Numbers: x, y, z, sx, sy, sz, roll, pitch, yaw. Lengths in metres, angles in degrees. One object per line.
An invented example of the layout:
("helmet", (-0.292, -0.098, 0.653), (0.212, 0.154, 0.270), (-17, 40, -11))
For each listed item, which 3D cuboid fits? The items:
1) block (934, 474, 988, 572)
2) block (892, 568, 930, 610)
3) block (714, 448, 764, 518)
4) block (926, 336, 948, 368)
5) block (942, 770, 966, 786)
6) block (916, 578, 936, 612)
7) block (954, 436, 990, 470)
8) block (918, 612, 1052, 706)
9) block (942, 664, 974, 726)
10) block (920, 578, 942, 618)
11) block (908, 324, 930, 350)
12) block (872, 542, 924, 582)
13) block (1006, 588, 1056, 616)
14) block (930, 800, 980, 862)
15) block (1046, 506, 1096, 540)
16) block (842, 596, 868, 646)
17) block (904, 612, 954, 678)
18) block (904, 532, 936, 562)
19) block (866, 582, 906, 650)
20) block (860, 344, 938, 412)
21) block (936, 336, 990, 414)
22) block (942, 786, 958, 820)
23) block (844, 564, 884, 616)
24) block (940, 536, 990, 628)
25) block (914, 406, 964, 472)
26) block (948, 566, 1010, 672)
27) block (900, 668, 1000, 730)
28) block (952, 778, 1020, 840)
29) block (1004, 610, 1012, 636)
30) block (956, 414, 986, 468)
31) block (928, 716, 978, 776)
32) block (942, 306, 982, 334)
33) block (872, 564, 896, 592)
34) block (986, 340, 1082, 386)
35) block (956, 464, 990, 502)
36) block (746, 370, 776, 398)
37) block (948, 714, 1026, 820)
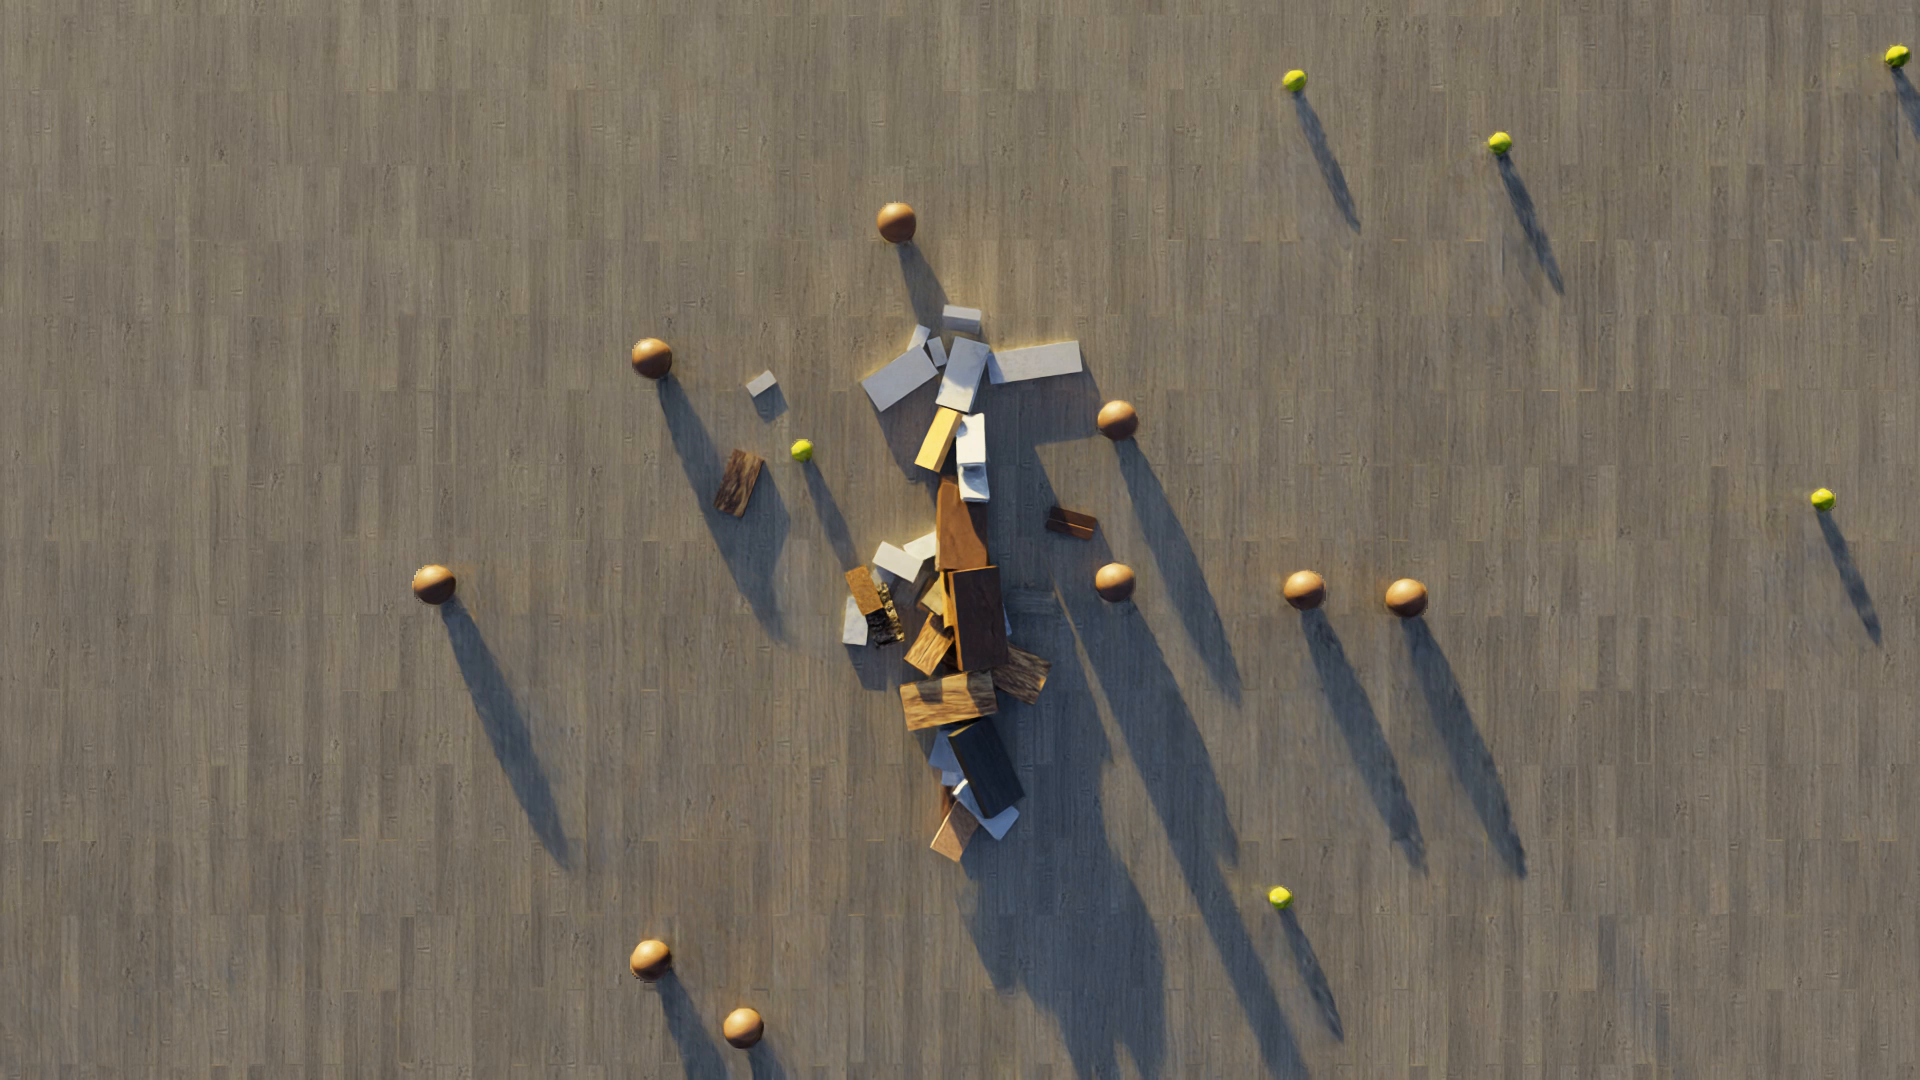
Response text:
("block", (0.006, -0.050, 5.411), (0.160, 0.045, 0.320), (7, 73, -16))
("block", (-0.167, 0.154, 5.490), (0.072, 0.020, 0.143), (29, 90, 0))
("block", (-0.737, -0.189, 5.485), (0.103, 0.029, 0.206), (20, 90, 0))
("block", (-0.074, -0.626, 5.493), (0.047, 0.013, 0.094), (-18, 90, 0))
("block", (-0.004, 0.714, 5.461), (0.100, 0.028, 0.201), (5, 75, 0))
("block", (-0.101, 0.184, 5.492), (0.054, 0.015, 0.107), (24, 90, 0))
("block", (0.032, -0.323, 5.445), (0.091, 0.026, 0.183), (-16, 63, -3))
("block", (0.075, 0.384, 5.449), (0.440, 0.043, 0.152), (26, 73, -2))
("block", (-0.003, 0.496, 5.454), (0.113, 0.032, 0.227), (3, 75, -1))
("block", (-0.055, 0.171, 5.419), (0.078, 0.022, 0.156), (39, 66, -3))
("block", (-0.137, -0.666, 5.493), (0.047, 0.013, 0.094), (23, 90, 0))
("block", (-0.205, 0.073, 5.456), (0.154, 0.022, 0.077), (26, 91, 11))
("block", (0.237, 0.206, 5.489), (0.156, 0.022, 0.078), (4, 90, 0))
("block", (-0.003, 0.951, 5.455), (0.100, 0.028, 0.201), (29, 89, -2))
("block", (0.370, -0.056, 5.489), (0.154, 0.022, 0.077), (15, 90, 0))
("block", (-0.342, 0.269, 5.489), (0.078, 0.022, 0.156), (6, 90, 0))
("block", (-0.088, 0.336, 5.396), (0.102, 0.029, 0.203), (34, 73, 0))
("block", (-0.109, 0.023, 5.479), (0.143, 0.020, 0.072), (-24, 82, -5))
("block", (-0.261, 0.251, 5.465), (0.102, 0.029, 0.203), (-19, 91, -1))
("block", (-0.199, -0.537, 5.476), (0.233, 0.033, 0.117), (-34, 92, 3))
("block", (0.010, -0.548, 5.469), (0.117, 0.033, 0.233), (17, 90, 15))
("block", (-0.007, 0.833, 5.486), (0.100, 0.028, 0.201), (2, 90, 0))
("block", (-0.317, 0.165, 5.438), (0.077, 0.022, 0.154), (-23, 91, -1))
("block", (0.019, 0.126, 5.417), (0.160, 0.045, 0.320), (0, 76, -18))
("block", (-0.069, -0.333, 5.451), (0.029, 0.103, 0.206), (23, 90, -40))
("block", (0.061, 0.253, 5.341), (0.160, 0.045, 0.320), (-8, 95, -18))
("block", (-0.034, 0.518, 5.387), (0.303, 0.043, 0.152), (-12, 85, 7))
("block", (0.087, 0.867, 5.427), (0.227, 0.032, 0.113), (49, 64, -18))
("block", (0.092, 0.227, 5.454), (0.102, 0.029, 0.203), (-14, 78, -13))
("block", (0.035, -0.328, 5.419), (0.091, 0.026, 0.183), (-3, 63, 4))
("block", (-0.017, 0.650, 5.446), (0.113, 0.032, 0.227), (17, 75, 3))
("block", (0.007, -0.712, 5.330), (0.117, 0.340, 0.033), (8, 90, 0))
("block", (-0.246, 0.098, 5.490), (0.072, 0.020, 0.143), (22, 90, 0))
("block", (0.247, -0.589, 5.485), (0.308, 0.029, 0.103), (-8, 90, 0))
("block", (0.041, -0.209, 5.429), (0.091, 0.026, 0.183), (4, 57, -18))
("block", (-0.661, -0.520, 5.493), (0.094, 0.013, 0.047), (-34, 90, 0))
("block", (0.087, 0.740, 5.395), (0.152, 0.043, 0.303), (-29, 100, -30))
